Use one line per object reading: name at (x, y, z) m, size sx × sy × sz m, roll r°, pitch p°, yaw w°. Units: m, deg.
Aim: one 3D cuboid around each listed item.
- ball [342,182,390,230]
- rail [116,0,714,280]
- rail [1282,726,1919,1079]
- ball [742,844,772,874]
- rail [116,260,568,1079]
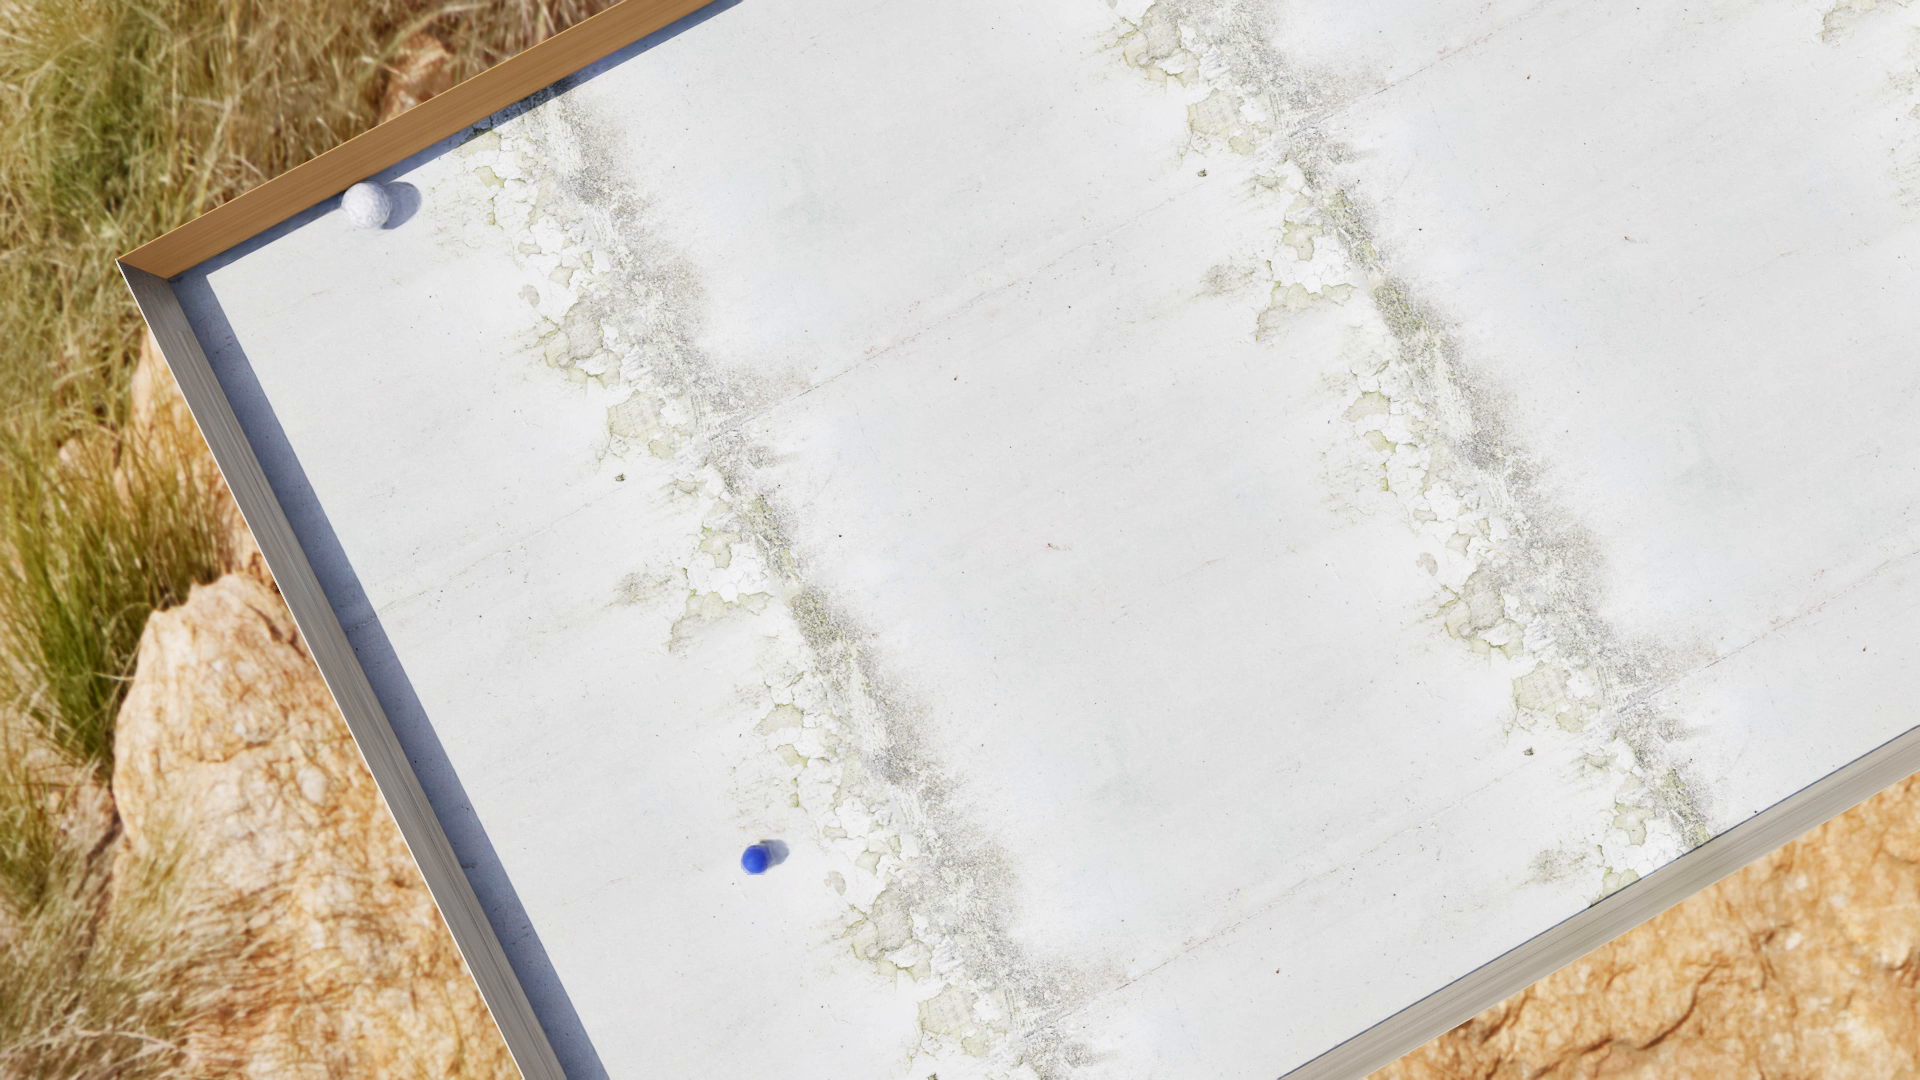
ball at (-0.897, -0.504, 3.323) m, size 0.071 × 0.071 × 0.071 m, roll 0°, pitch 83°, yaw 0°
rail at (0.365, -1.240, 3.404) m, size 3.638 × 0.094 × 0.045 m, roll -28°, pitch 84°, yaw -3°
rail at (1.240, 0.384, 3.198) m, size 3.638 × 0.094 × 0.045 m, roll -28°, pitch 84°, yaw -3°
ball at (-0.298, 0.466, 3.214) m, size 0.044 × 0.044 × 0.044 m, roll 0°, pitch 83°, yaw 0°
rail at (-0.781, 0.412, 3.195) m, size 0.045 × 0.094 × 1.903 m, roll -28°, pitch 84°, yaw -3°
